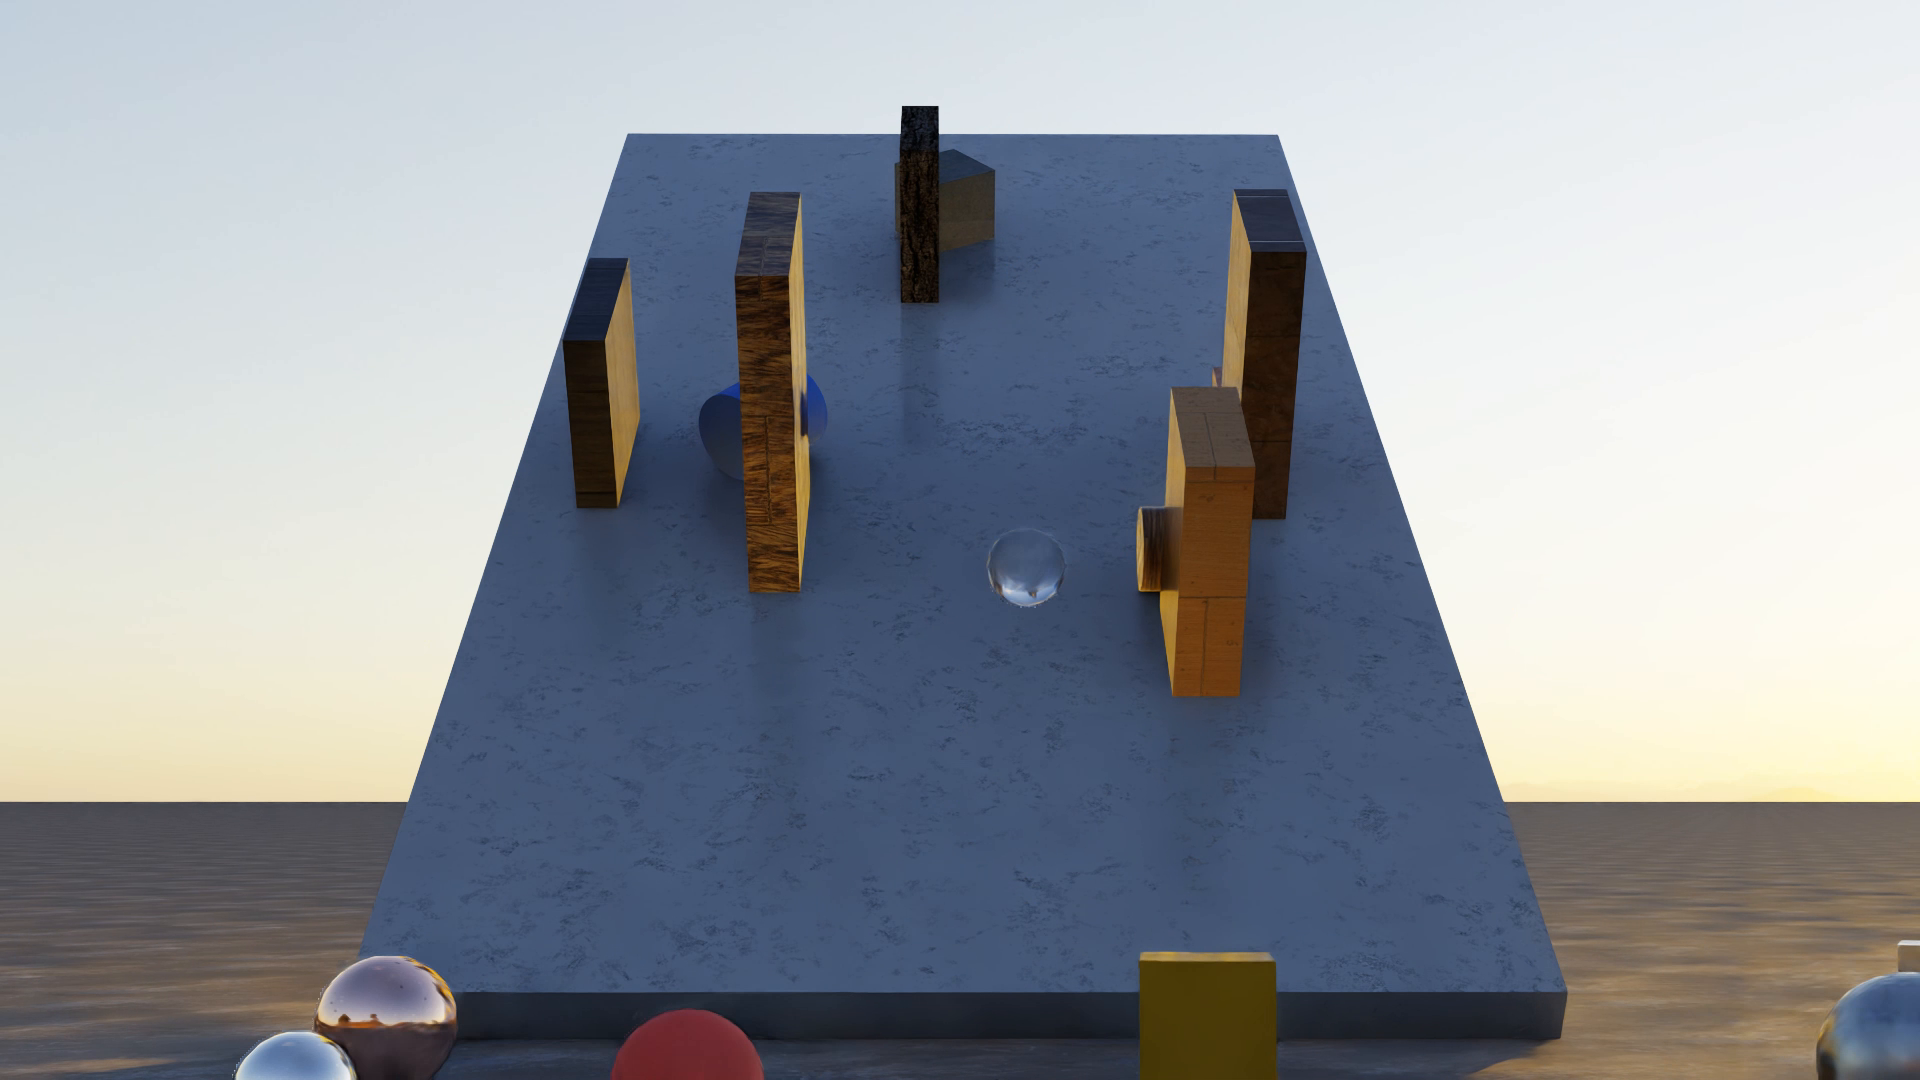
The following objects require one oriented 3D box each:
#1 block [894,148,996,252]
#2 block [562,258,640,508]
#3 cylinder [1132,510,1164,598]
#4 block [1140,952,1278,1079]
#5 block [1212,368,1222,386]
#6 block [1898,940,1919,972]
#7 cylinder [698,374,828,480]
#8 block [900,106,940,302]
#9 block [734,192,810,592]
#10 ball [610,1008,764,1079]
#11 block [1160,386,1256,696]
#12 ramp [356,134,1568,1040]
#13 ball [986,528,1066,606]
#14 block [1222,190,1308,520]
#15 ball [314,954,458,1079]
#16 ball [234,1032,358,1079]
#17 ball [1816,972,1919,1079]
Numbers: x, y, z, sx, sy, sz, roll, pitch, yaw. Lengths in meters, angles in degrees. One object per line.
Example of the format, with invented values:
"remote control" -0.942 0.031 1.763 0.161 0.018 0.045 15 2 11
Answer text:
"block" -0.042 -0.939 6.677 0.199 0.199 0.199 -19 35 -30
"block" -0.805 -0.359 5.447 0.091 0.410 0.445 0 30 0
"cylinder" 0.464 0.018 5.030 0.177 0.177 0.177 -11 -7 6
"block" 0.337 0.661 3.299 0.181 0.181 0.181 0 -6 5
"block" 0.664 -0.313 5.650 0.137 0.137 0.137 0 30 0
"block" 1.706 0.772 4.175 0.146 0.146 0.146 -3 -7 24
"cylinder" -0.448 -0.272 5.500 0.208 0.208 0.208 -5 20 42
"block" -0.105 -0.886 6.359 0.099 0.423 0.329 0 30 0
"block" -0.388 -0.311 5.056 0.105 0.718 0.439 0 30 0
"ball" -0.297 0.597 2.631 0.169 0.169 0.169 0 -6 0
"block" 0.480 0.002 4.727 0.129 0.507 0.334 0 30 0
"ramp" -0.013 -0.211 5.707 2.000 0.100 4.000 0 30 0
"ball" 0.137 0.055 4.979 0.162 0.162 0.162 0 -6 0
"block" 0.660 -0.409 5.315 0.116 0.636 0.350 0 30 0
"ball" -0.772 0.653 3.248 0.187 0.187 0.187 0 -6 0
"ball" -0.740 0.618 2.689 0.139 0.139 0.139 0 -6 0
"ball" 1.065 0.587 2.700 0.204 0.204 0.204 0 -6 0
